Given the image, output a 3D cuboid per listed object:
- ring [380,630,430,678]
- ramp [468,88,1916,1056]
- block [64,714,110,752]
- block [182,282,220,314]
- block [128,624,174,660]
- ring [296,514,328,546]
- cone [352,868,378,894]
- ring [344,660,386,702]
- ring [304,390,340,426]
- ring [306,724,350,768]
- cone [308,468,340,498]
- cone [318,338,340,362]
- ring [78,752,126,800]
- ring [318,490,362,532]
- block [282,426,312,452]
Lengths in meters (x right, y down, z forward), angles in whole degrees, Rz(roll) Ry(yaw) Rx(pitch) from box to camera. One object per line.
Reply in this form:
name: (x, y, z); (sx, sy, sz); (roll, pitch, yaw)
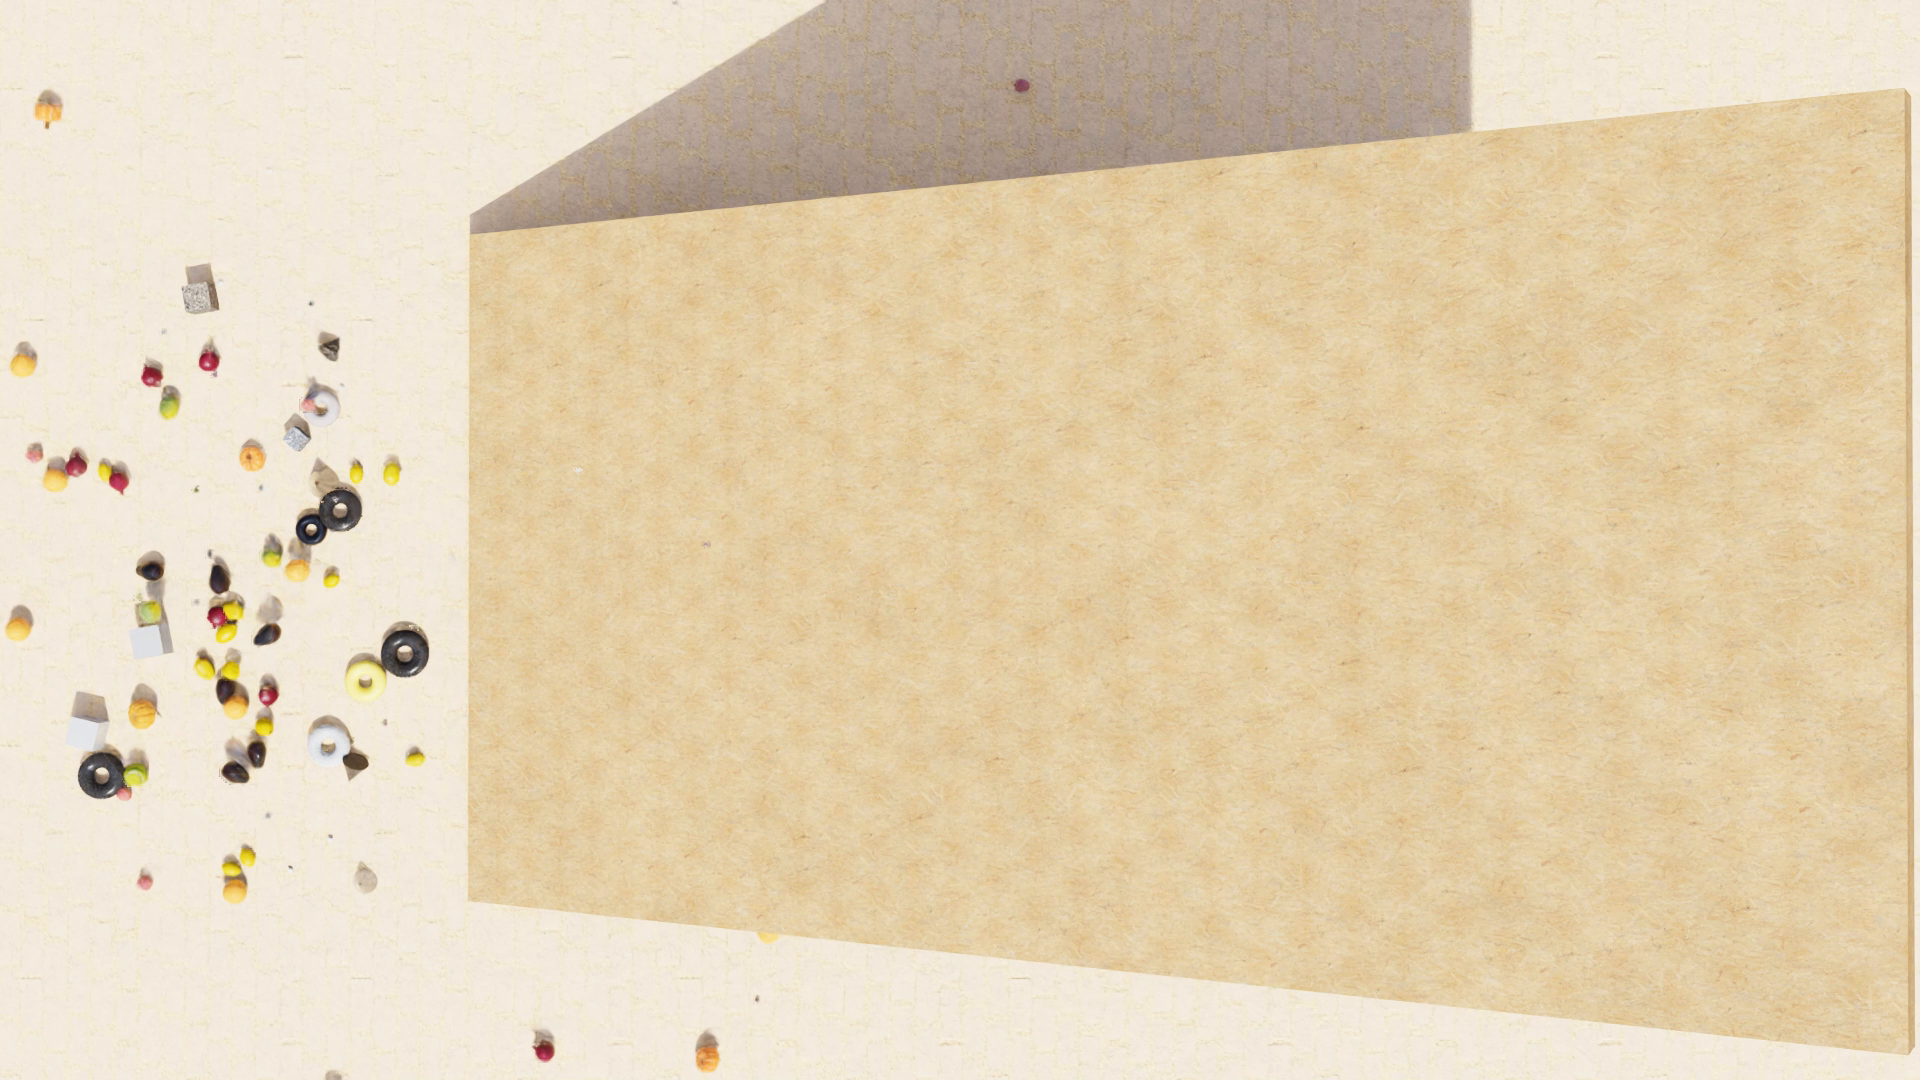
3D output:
ring: (-1.681, 0.345, 6.660); (0.147, 0.049, 0.147); (0, 88, 0)
ramp: (0.266, 0.073, 5.615); (4.000, 0.100, 2.000); (0, 89, 31)
block: (-2.634, 0.582, 6.639); (0.086, 0.086, 0.086); (13, 89, 0)
block: (-2.298, -0.731, 6.655); (0.079, 0.079, 0.079); (-10, 89, 0)
block: (-2.441, 0.306, 6.639); (0.090, 0.090, 0.090); (-11, 89, 0)
ring: (-1.968, -0.032, 6.672); (0.098, 0.033, 0.098); (0, 90, -1)
cone: (-1.806, 1.036, 6.639); (0.076, 0.076, 0.076); (0, 89, 0)
ring: (-1.801, 0.428, 6.663); (0.127, 0.042, 0.127); (0, 91, 0)
ring: (-1.937, -0.399, 6.672); (0.112, 0.037, 0.112); (0, 88, 0)
ring: (-1.912, 0.623, 6.660); (0.131, 0.044, 0.131); (0, 90, -1)
cone: (-1.935, -0.174, 6.640); (0.097, 0.097, 0.097); (0, 89, 0)
cone: (-1.901, -0.591, 6.677); (0.069, 0.069, 0.069); (30, 63, 0)
ring: (-2.598, 0.714, 6.657); (0.143, 0.048, 0.143); (0, 89, -1)
ring: (-1.878, -0.088, 6.664); (0.131, 0.044, 0.131); (0, 86, -5)
block: (-2.009, -0.306, 6.663); (0.054, 0.054, 0.054); (41, 90, 0)
